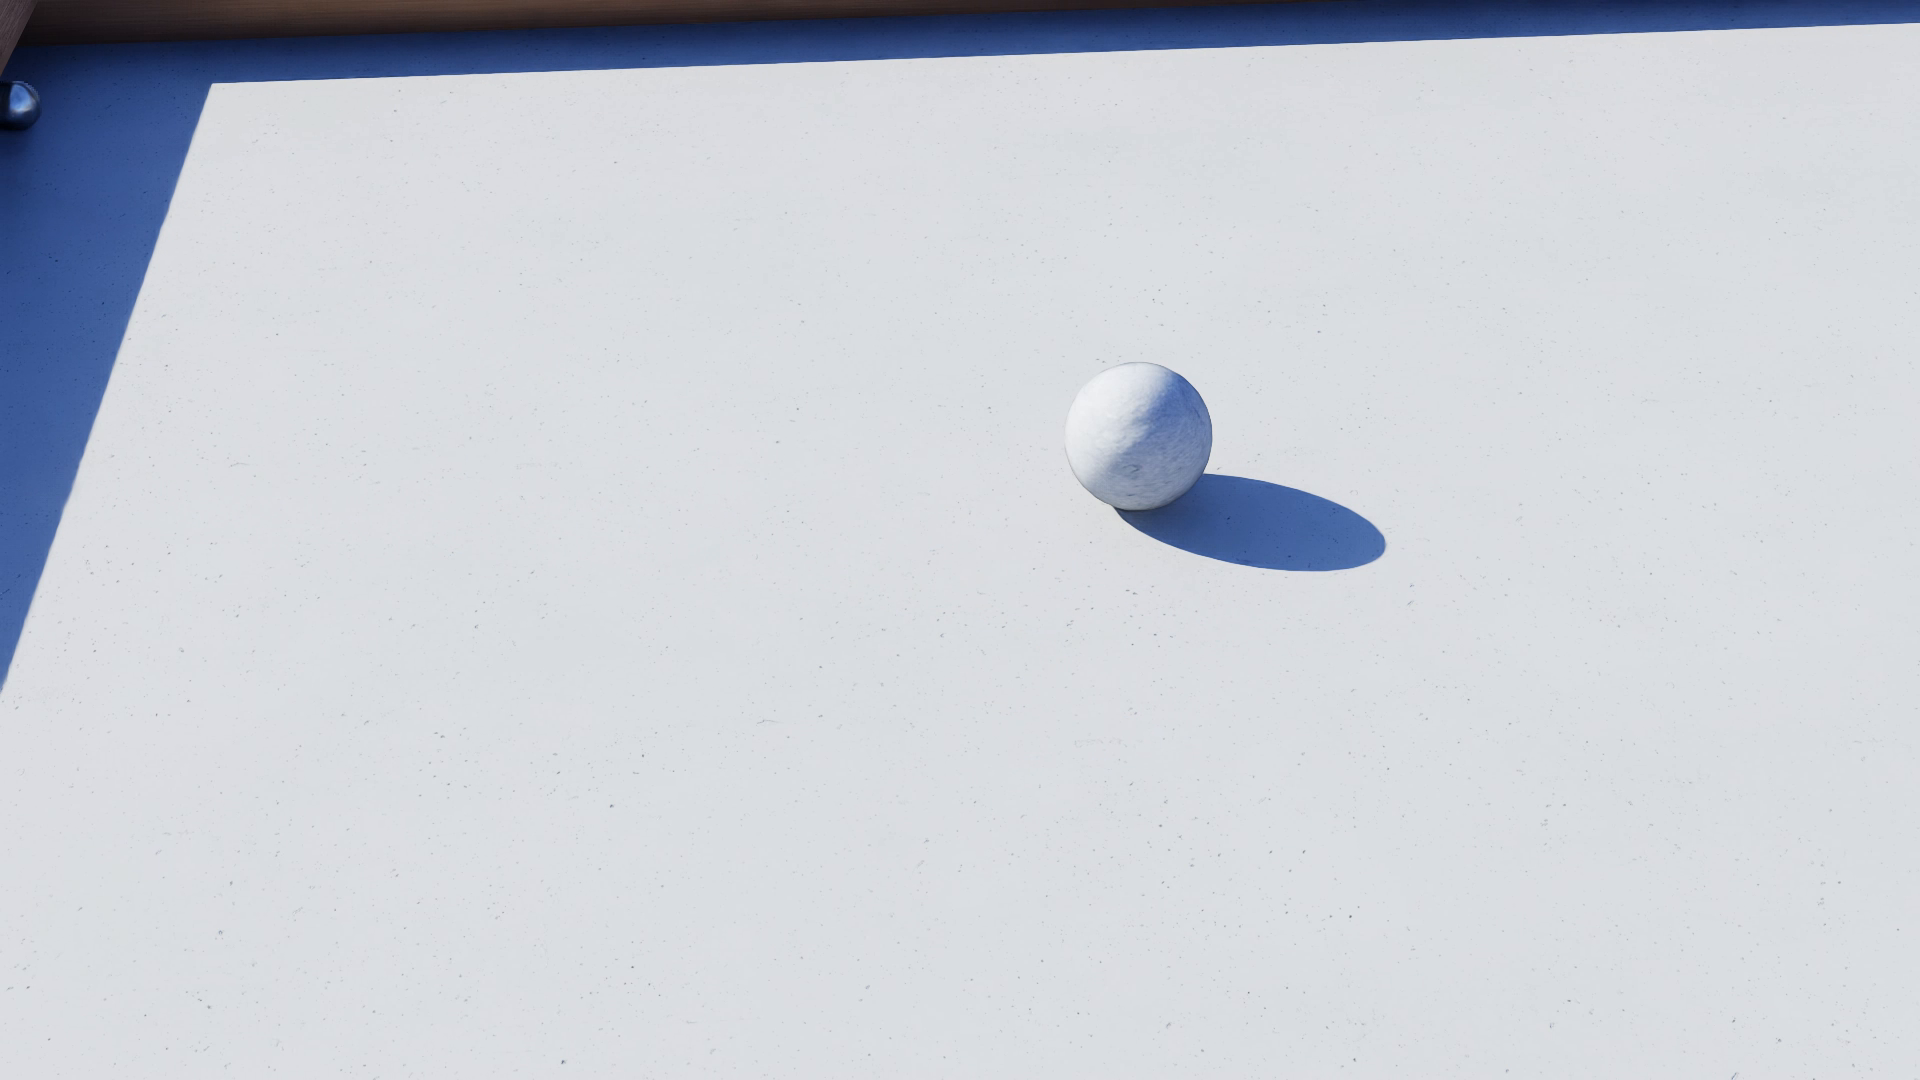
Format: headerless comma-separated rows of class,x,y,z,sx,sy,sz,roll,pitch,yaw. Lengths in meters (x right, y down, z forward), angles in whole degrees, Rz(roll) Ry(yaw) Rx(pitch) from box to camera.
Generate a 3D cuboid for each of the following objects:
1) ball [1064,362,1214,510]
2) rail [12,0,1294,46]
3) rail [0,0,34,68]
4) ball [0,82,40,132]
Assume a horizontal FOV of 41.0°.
ball,0.119,-0.069,1.720,0.100,0.100,0.100,0,36,0
rail,0.721,-0.563,2.370,3.168,0.130,0.045,-3,36,-4
rail,-0.766,0.008,1.587,0.045,0.130,1.738,-3,36,-4
ball,-0.804,-0.368,2.179,0.042,0.042,0.042,0,36,0
